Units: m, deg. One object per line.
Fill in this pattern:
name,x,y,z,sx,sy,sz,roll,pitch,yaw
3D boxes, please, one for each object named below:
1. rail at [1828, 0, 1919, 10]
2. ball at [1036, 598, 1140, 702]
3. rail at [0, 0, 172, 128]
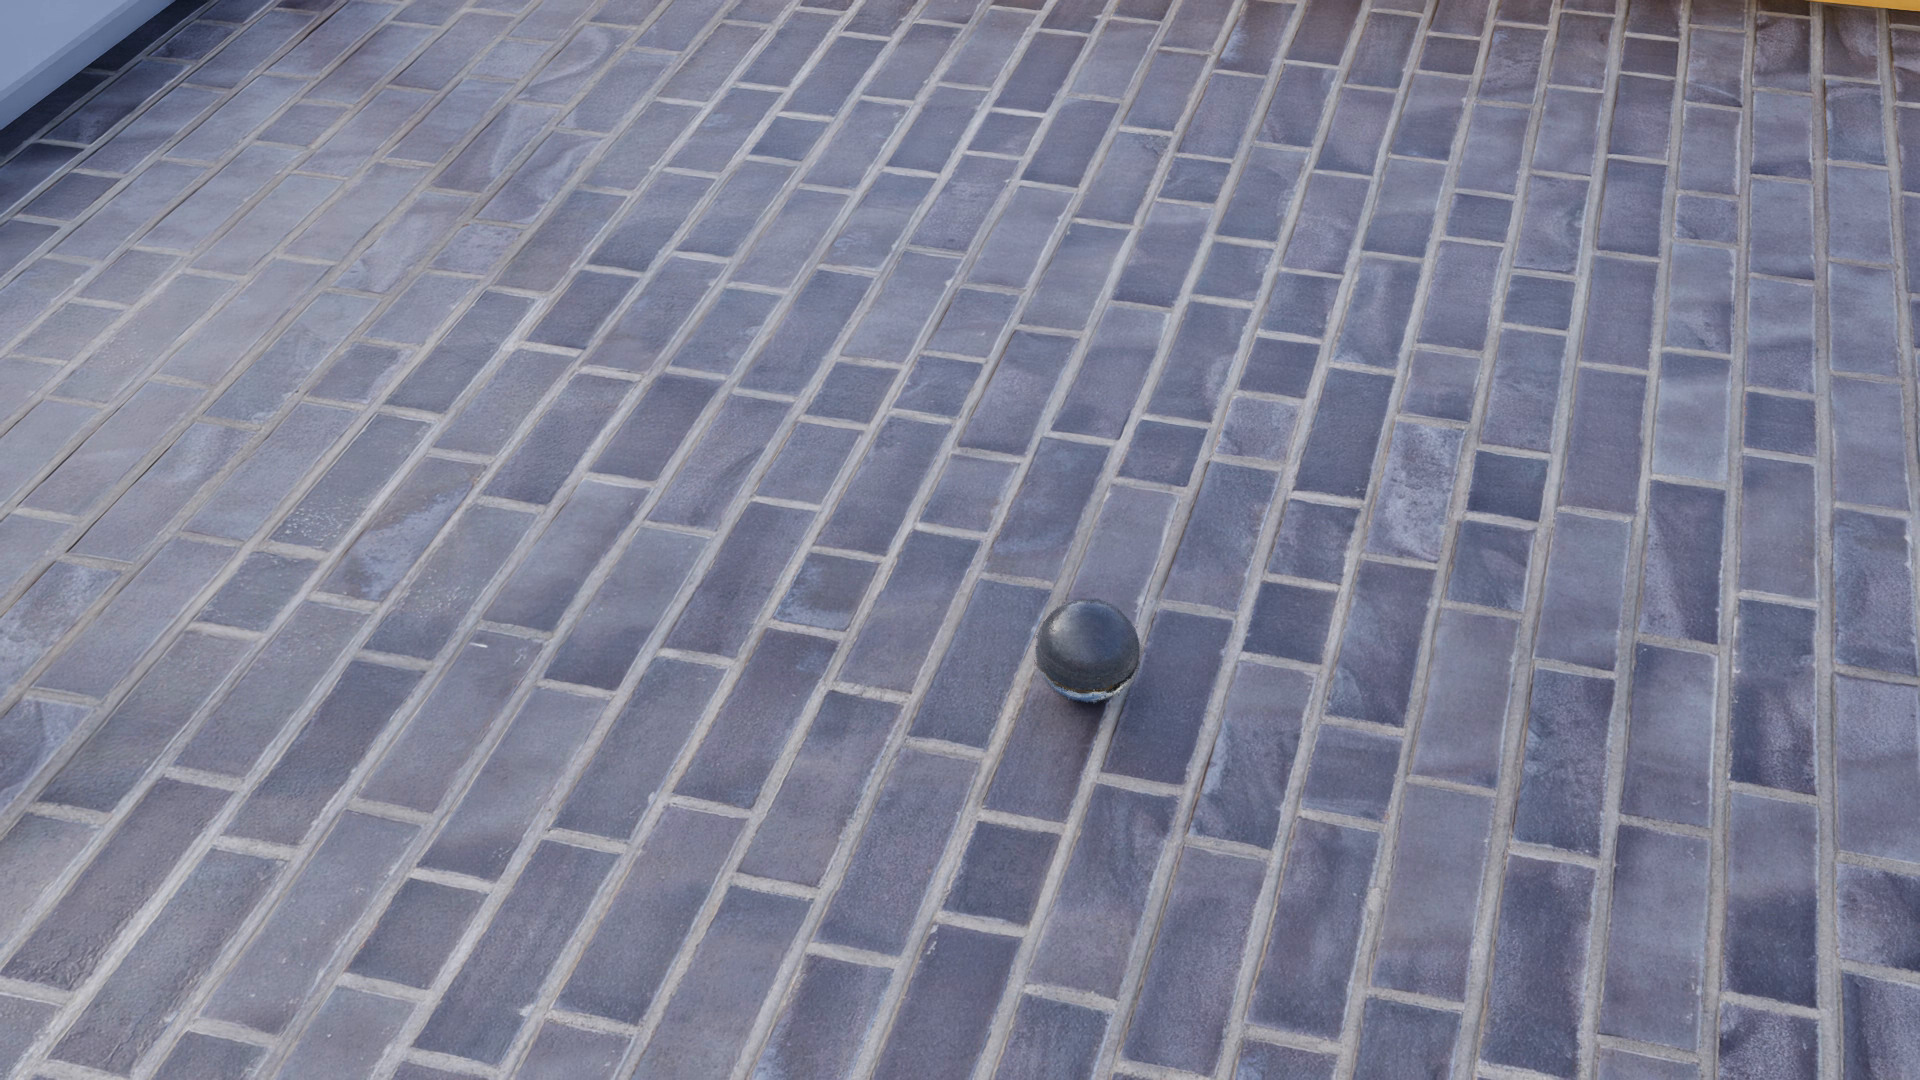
rail,1.404,-0.547,2.614,4.433,0.119,0.045,9,35,13
ball,0.087,0.075,1.744,0.071,0.071,0.071,0,34,0
rail,-1.047,-0.178,2.071,0.045,0.119,2.598,9,35,13
